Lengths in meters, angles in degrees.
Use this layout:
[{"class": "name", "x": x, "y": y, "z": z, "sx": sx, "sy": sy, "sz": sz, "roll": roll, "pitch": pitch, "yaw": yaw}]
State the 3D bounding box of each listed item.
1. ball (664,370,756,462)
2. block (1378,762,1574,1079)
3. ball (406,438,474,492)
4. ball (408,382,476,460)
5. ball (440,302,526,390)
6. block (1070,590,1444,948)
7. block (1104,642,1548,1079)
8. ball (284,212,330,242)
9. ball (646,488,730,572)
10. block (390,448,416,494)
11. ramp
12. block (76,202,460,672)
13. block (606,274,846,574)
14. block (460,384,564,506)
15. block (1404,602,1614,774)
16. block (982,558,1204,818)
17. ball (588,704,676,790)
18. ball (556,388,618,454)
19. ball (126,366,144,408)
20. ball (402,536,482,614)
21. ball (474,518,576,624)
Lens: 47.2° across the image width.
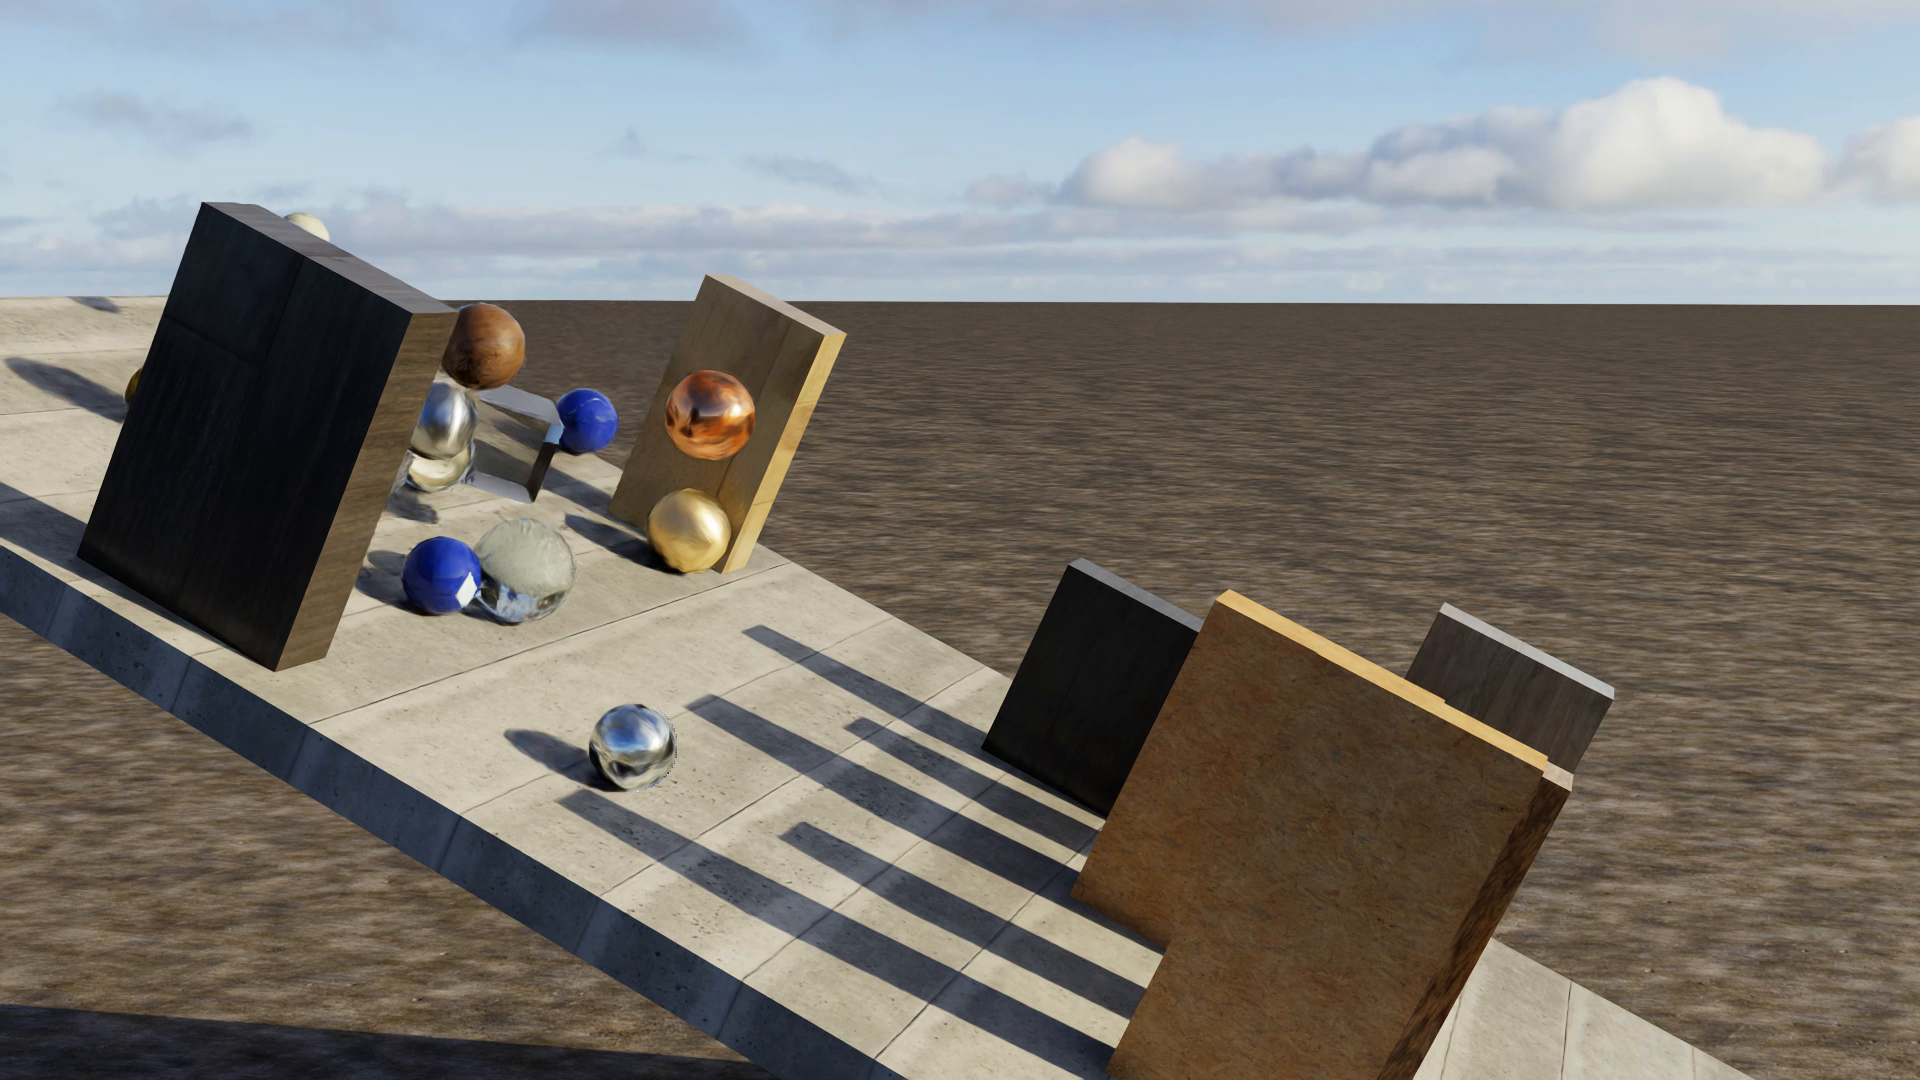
[{"class": "ball", "x": -0.486, "y": -0.242, "z": 4.282, "sx": 0.177, "sy": 0.177, "sz": 0.177, "roll": 0, "pitch": 7, "yaw": 0}, {"class": "block", "x": 0.726, "y": 0.622, "z": 3.582, "sx": 0.248, "sy": 0.666, "sz": 0.120, "roll": 28, "pitch": 14, "yaw": 12}, {"class": "ball", "x": -1.089, "y": -0.185, "z": 4.537, "sx": 0.171, "sy": 0.171, "sz": 0.171, "roll": 0, "pitch": 7, "yaw": 0}, {"class": "ball", "x": -1.027, "y": -0.233, "z": 4.318, "sx": 0.153, "sy": 0.153, "sz": 0.153, "roll": 0, "pitch": 7, "yaw": 0}, {"class": "ball", "x": -0.992, "y": -0.400, "z": 4.559, "sx": 0.181, "sy": 0.181, "sz": 0.181, "roll": 0, "pitch": 7, "yaw": 0}, {"class": "block", "x": 0.529, "y": 0.465, "z": 3.948, "sx": 0.429, "sy": 0.613, "sz": 0.138, "roll": 28, "pitch": 14, "yaw": 12}, {"class": "block", "x": 0.543, "y": 0.569, "z": 3.308, "sx": 0.360, "sy": 0.739, "sz": 0.102, "roll": 28, "pitch": 14, "yaw": 12}, {"class": "ball", "x": -1.406, "y": -0.638, "z": 4.687, "sx": 0.119, "sy": 0.119, "sz": 0.119, "roll": 0, "pitch": 7, "yaw": 0}, {"class": "ball", "x": -0.588, "y": -0.020, "z": 4.763, "sx": 0.182, "sy": 0.182, "sz": 0.182, "roll": 0, "pitch": 7, "yaw": 0}, {"class": "block", "x": -1.203, "y": -0.197, "z": 4.402, "sx": 0.162, "sy": 0.162, "sz": 0.162, "roll": 29, "pitch": 14, "yaw": 18}, {"class": "ramp", "x": -0.262, "y": 0.446, "z": 4.169, "sx": 4.000, "sy": 0.100, "sz": 2.000, "roll": 28, "pitch": 14, "yaw": 12}, {"class": "block", "x": -1.098, "y": -0.165, "z": 3.478, "sx": 0.399, "sy": 0.619, "sz": 0.140, "roll": 28, "pitch": 14, "yaw": 12}, {"class": "block", "x": -0.524, "y": -0.261, "z": 4.921, "sx": 0.308, "sy": 0.587, "sz": 0.136, "roll": 28, "pitch": 14, "yaw": 12}, {"class": "block", "x": -0.998, "y": -0.220, "z": 4.791, "sx": 0.189, "sy": 0.189, "sz": 0.189, "roll": 19, "pitch": 15, "yaw": -24}, {"class": "block", "x": 0.913, "y": 0.521, "z": 4.187, "sx": 0.349, "sy": 0.715, "sz": 0.122, "roll": 28, "pitch": 14, "yaw": 12}, {"class": "block", "x": 0.332, "y": 0.331, "z": 4.504, "sx": 0.427, "sy": 0.433, "sz": 0.115, "roll": 28, "pitch": 14, "yaw": 12}, {"class": "ball", "x": -0.535, "y": 0.337, "z": 3.588, "sx": 0.140, "sy": 0.140, "sz": 0.140, "roll": 0, "pitch": 7, "yaw": 0}, {"class": "ball", "x": -0.902, "y": -0.285, "z": 5.275, "sx": 0.157, "sy": 0.157, "sz": 0.157, "roll": 0, "pitch": 7, "yaw": 0}, {"class": "ball", "x": -1.524, "y": -0.273, "z": 4.199, "sx": 0.131, "sy": 0.131, "sz": 0.131, "roll": 0, "pitch": 7, "yaw": 0}, {"class": "ball", "x": -0.928, "y": 0.063, "z": 3.939, "sx": 0.140, "sy": 0.140, "sz": 0.140, "roll": 0, "pitch": 7, "yaw": 0}, {"class": "ball", "x": -0.809, "y": 0.057, "z": 4.061, "sx": 0.193, "sy": 0.193, "sz": 0.193, "roll": 0, "pitch": 7, "yaw": 0}]
